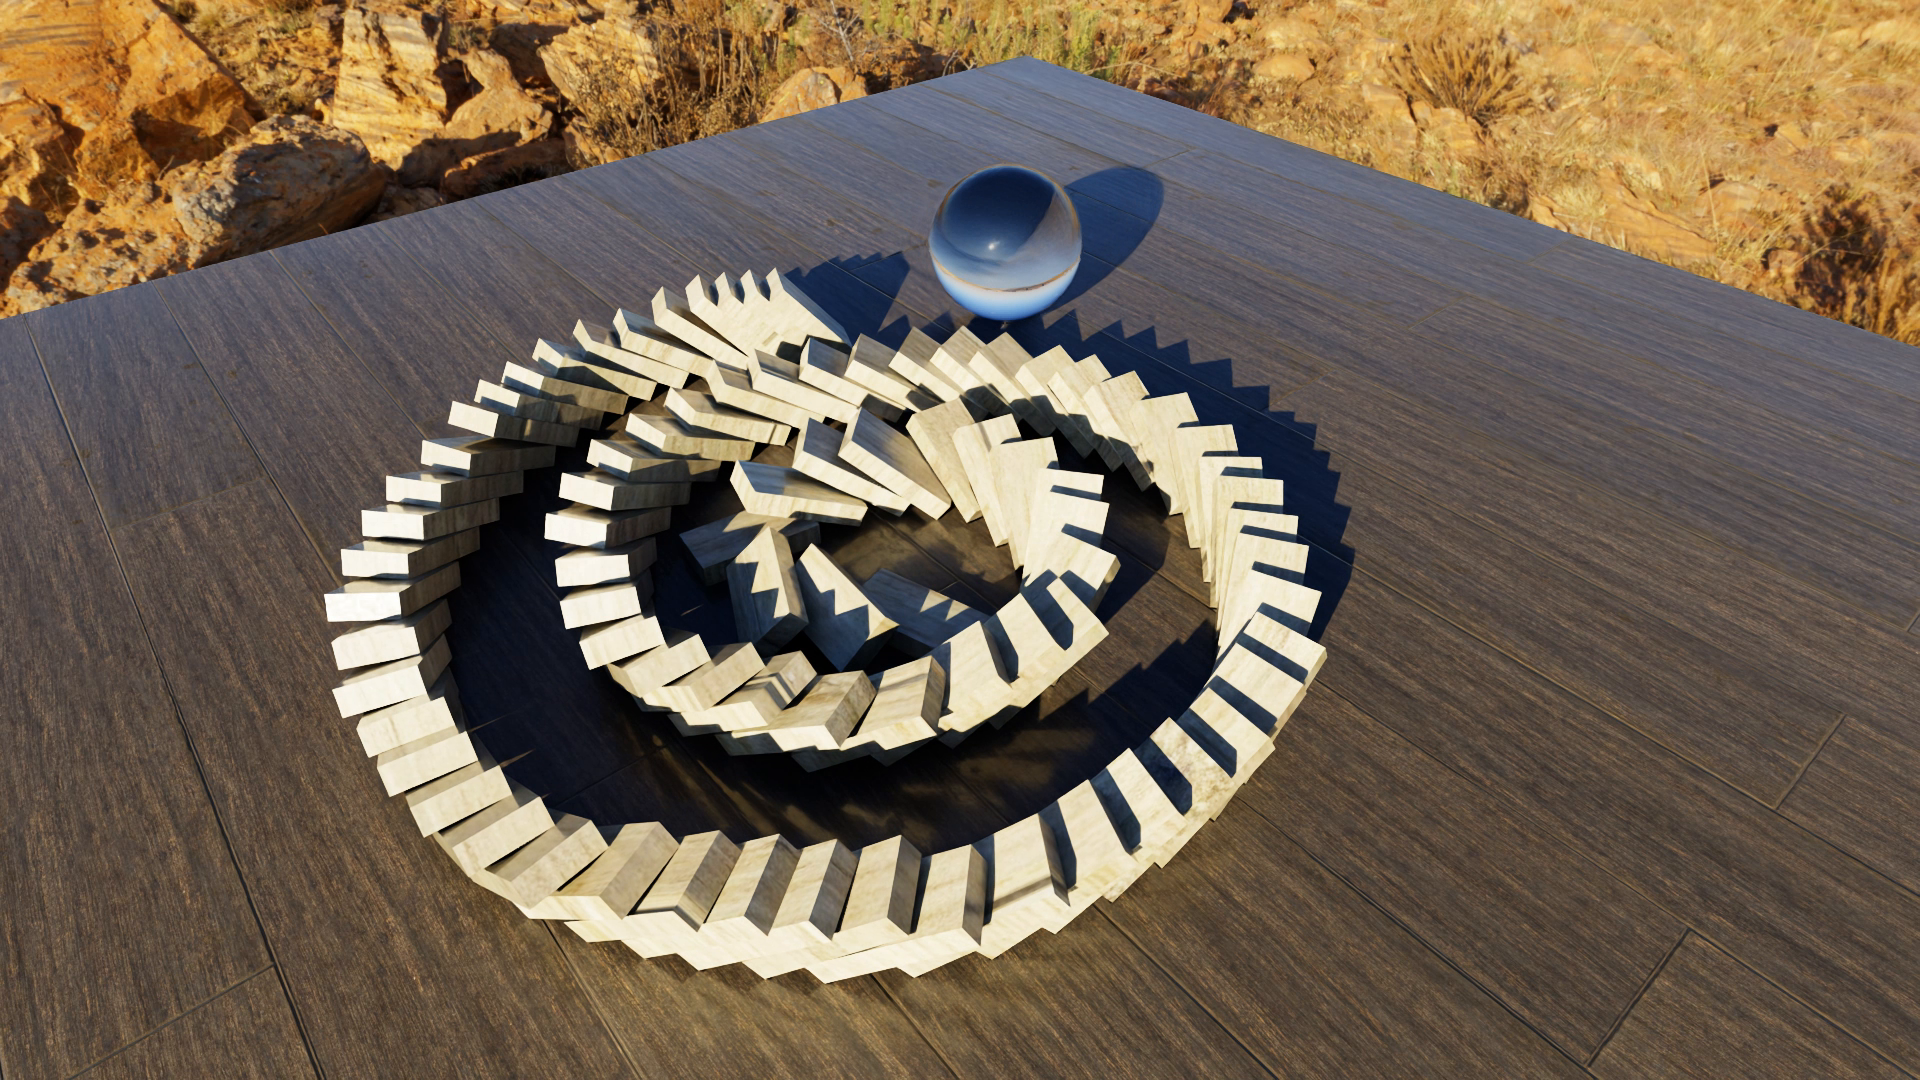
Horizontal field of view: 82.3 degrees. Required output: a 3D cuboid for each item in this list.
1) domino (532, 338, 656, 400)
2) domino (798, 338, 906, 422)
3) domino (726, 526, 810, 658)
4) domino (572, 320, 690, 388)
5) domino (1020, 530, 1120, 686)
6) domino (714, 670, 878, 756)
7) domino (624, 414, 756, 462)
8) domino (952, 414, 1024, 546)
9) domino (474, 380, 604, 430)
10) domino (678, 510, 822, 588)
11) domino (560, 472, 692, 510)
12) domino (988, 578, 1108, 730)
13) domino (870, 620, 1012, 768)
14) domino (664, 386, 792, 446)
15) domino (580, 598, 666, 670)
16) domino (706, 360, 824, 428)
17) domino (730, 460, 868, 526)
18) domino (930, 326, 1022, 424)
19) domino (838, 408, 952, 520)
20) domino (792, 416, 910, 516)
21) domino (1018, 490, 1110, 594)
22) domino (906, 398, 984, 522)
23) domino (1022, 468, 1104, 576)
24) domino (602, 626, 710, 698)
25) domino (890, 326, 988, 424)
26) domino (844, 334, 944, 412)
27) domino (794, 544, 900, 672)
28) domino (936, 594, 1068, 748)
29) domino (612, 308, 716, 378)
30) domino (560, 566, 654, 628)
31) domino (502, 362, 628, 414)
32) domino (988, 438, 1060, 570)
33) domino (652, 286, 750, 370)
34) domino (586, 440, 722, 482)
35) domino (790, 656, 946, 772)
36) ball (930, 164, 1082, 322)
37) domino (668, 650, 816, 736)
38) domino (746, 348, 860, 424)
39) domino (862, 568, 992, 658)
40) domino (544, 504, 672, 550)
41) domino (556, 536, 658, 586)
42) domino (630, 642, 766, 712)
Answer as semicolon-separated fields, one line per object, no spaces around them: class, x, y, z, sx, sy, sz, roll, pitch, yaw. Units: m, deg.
domino;-0.172;-0.080;0.519;0.025;0.010;0.050;35;15;37
domino;-0.050;-0.075;0.516;0.050;0.009;0.025;22;33;-20
domino;-0.072;0.020;0.408;0.025;0.010;0.050;-42;40;15
domino;-0.159;-0.089;0.531;0.050;0.010;0.025;15;24;-40
domino;0.034;0.024;0.394;0.025;0.009;0.050;25;78;27
domino;-0.053;0.056;0.356;0.050;0.009;0.025;-12;29;36
domino;-0.117;-0.044;0.478;0.025;0.009;0.050;30;17;32
domino;0.018;-0.025;0.453;0.025;0.010;0.050;-17;77;-20
domino;-0.188;-0.060;0.494;0.025;0.010;0.050;20;7;25
domino;-0.084;-0.001;0.444;0.050;0.010;0.025;-22;44;-25
domino;-0.135;-0.021;0.448;0.025;0.009;0.050;14;10;20
domino;0.023;0.039;0.378;0.050;0.010;0.025;-41;48;-1
domino;-0.009;0.050;0.361;0.050;0.010;0.025;-33;41;12
domino;-0.104;-0.055;0.492;0.050;0.009;0.025;5;27;-45
domino;-0.117;0.032;0.383;0.025;0.009;0.050;-19;10;-15
domino;-0.089;-0.066;0.503;0.050;0.010;0.025;15;27;-34
domino;-0.066;-0.019;0.450;0.050;0.010;0.025;7;30;-34
domino;0.013;-0.076;0.517;0.050;0.009;0.025;40;44;-1
domino;-0.025;-0.032;0.460;0.050;0.010;0.025;33;36;-19
domino;-0.044;-0.031;0.462;0.050;0.009;0.025;25;35;-19
domino;0.038;0.009;0.411;0.025;0.009;0.050;12;75;11
domino;0.001;-0.034;0.466;0.025;0.009;0.050;-24;75;-31
domino;0.040;-0.001;0.424;0.025;0.010;0.050;7;74;9
domino;-0.104;0.040;0.372;0.025;0.009;0.050;-28;12;-25
domino;-0.007;-0.077;0.518;0.050;0.010;0.025;33;41;-10
domino;-0.028;-0.076;0.518;0.050;0.009;0.025;26;37;-15
domino;-0.046;0.025;0.402;0.025;0.009;0.050;-52;51;3
domino;0.009;0.044;0.368;0.050;0.009;0.025;-40;47;6
domino;-0.143;-0.096;0.539;0.050;0.010;0.025;16;26;-38
domino;-0.126;0.020;0.398;0.025;0.010;0.050;-11;8;-9
domino;-0.181;-0.069;0.505;0.025;0.010;0.050;22;7;28
domino;0.030;-0.015;0.440;0.025;0.010;0.050;-9;75;-11
domino;-0.127;-0.104;0.545;0.050;0.010;0.025;29;23;-35
domino;-0.128;-0.033;0.464;0.025;0.009;0.050;23;14;28
domino;-0.029;0.056;0.355;0.050;0.010;0.025;-21;35;25
ball;0.024;-0.156;0.578;0.080;0.080;0.080;0;39;0
domino;-0.072;0.051;0.360;0.050;0.009;0.025;-16;23;44
domino;-0.073;-0.071;0.509;0.050;0.010;0.025;18;26;-29
domino;-0.016;0.030;0.407;0.050;0.010;0.025;23;44;25
domino;-0.138;-0.007;0.434;0.025;0.010;0.050;10;12;12
domino;-0.132;0.007;0.415;0.025;0.009;0.050;-4;8;-4
domino;-0.088;0.046;0.366;0.025;0.010;0.050;-37;16;-36
